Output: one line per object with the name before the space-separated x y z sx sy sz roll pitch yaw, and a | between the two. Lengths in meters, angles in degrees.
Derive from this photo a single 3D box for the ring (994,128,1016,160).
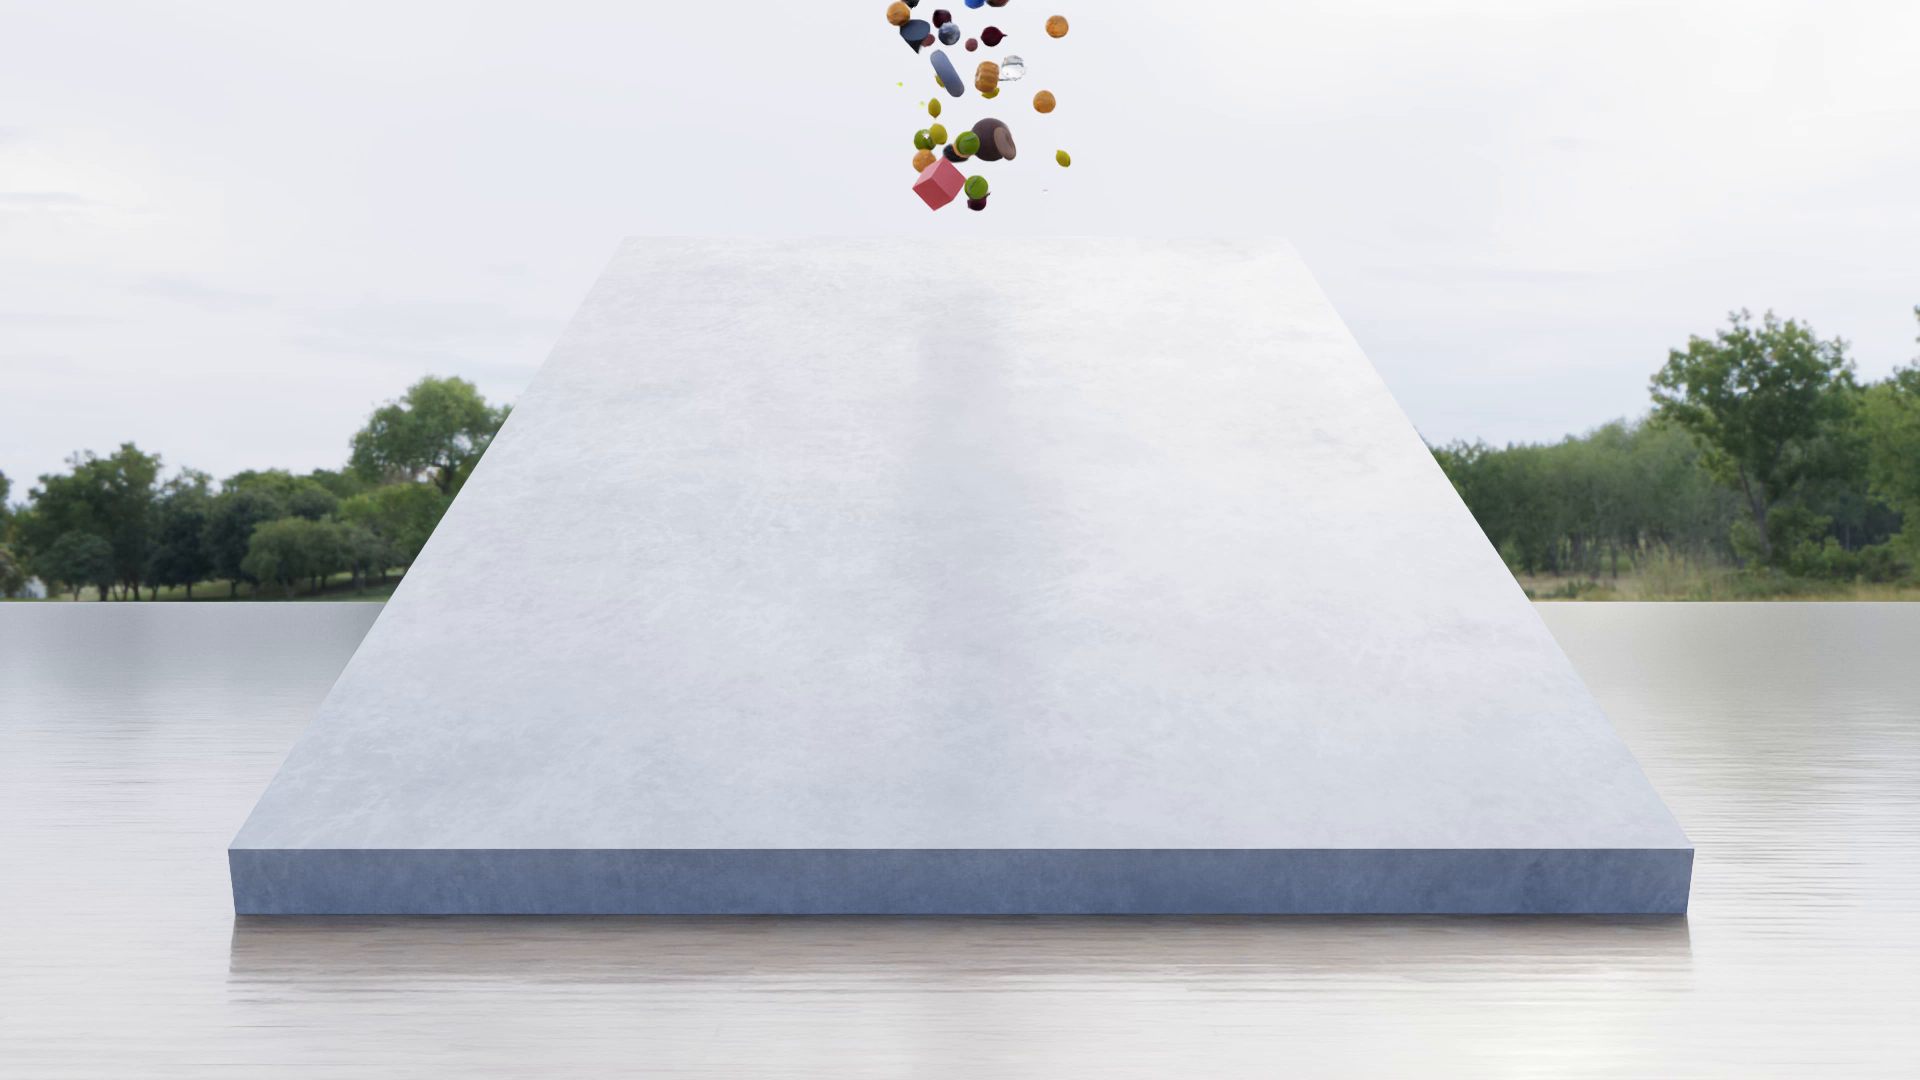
ring | 0.127 -1.111 6.340 0.033 0.098 0.098 -22 -9 20

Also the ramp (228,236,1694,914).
ramp | -0.005 -0.203 4.982 2.000 0.100 4.000 0 20 0

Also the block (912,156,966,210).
block | -0.059 -1.016 6.451 0.094 0.094 0.094 44 -35 -21

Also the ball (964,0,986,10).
ball | 0.041 -1.542 6.430 0.065 0.065 0.065 0 -1 0

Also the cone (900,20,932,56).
cone | -0.124 -1.435 6.525 0.093 0.093 0.093 0 -38 7

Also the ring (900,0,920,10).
ring | -0.147 -1.591 6.586 0.029 0.087 0.087 -11 6 -38

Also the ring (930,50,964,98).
ring | -0.036 -1.312 6.362 0.049 0.146 0.146 -31 -6 7

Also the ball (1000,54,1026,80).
ball | 0.151 -1.335 6.390 0.073 0.073 0.073 0 -1 0

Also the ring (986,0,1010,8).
ring | 0.111 -1.604 6.522 0.046 0.137 0.137 -1 -1 -41

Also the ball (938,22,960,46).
ball | -0.031 -1.460 6.525 0.067 0.067 0.067 0 -1 0
